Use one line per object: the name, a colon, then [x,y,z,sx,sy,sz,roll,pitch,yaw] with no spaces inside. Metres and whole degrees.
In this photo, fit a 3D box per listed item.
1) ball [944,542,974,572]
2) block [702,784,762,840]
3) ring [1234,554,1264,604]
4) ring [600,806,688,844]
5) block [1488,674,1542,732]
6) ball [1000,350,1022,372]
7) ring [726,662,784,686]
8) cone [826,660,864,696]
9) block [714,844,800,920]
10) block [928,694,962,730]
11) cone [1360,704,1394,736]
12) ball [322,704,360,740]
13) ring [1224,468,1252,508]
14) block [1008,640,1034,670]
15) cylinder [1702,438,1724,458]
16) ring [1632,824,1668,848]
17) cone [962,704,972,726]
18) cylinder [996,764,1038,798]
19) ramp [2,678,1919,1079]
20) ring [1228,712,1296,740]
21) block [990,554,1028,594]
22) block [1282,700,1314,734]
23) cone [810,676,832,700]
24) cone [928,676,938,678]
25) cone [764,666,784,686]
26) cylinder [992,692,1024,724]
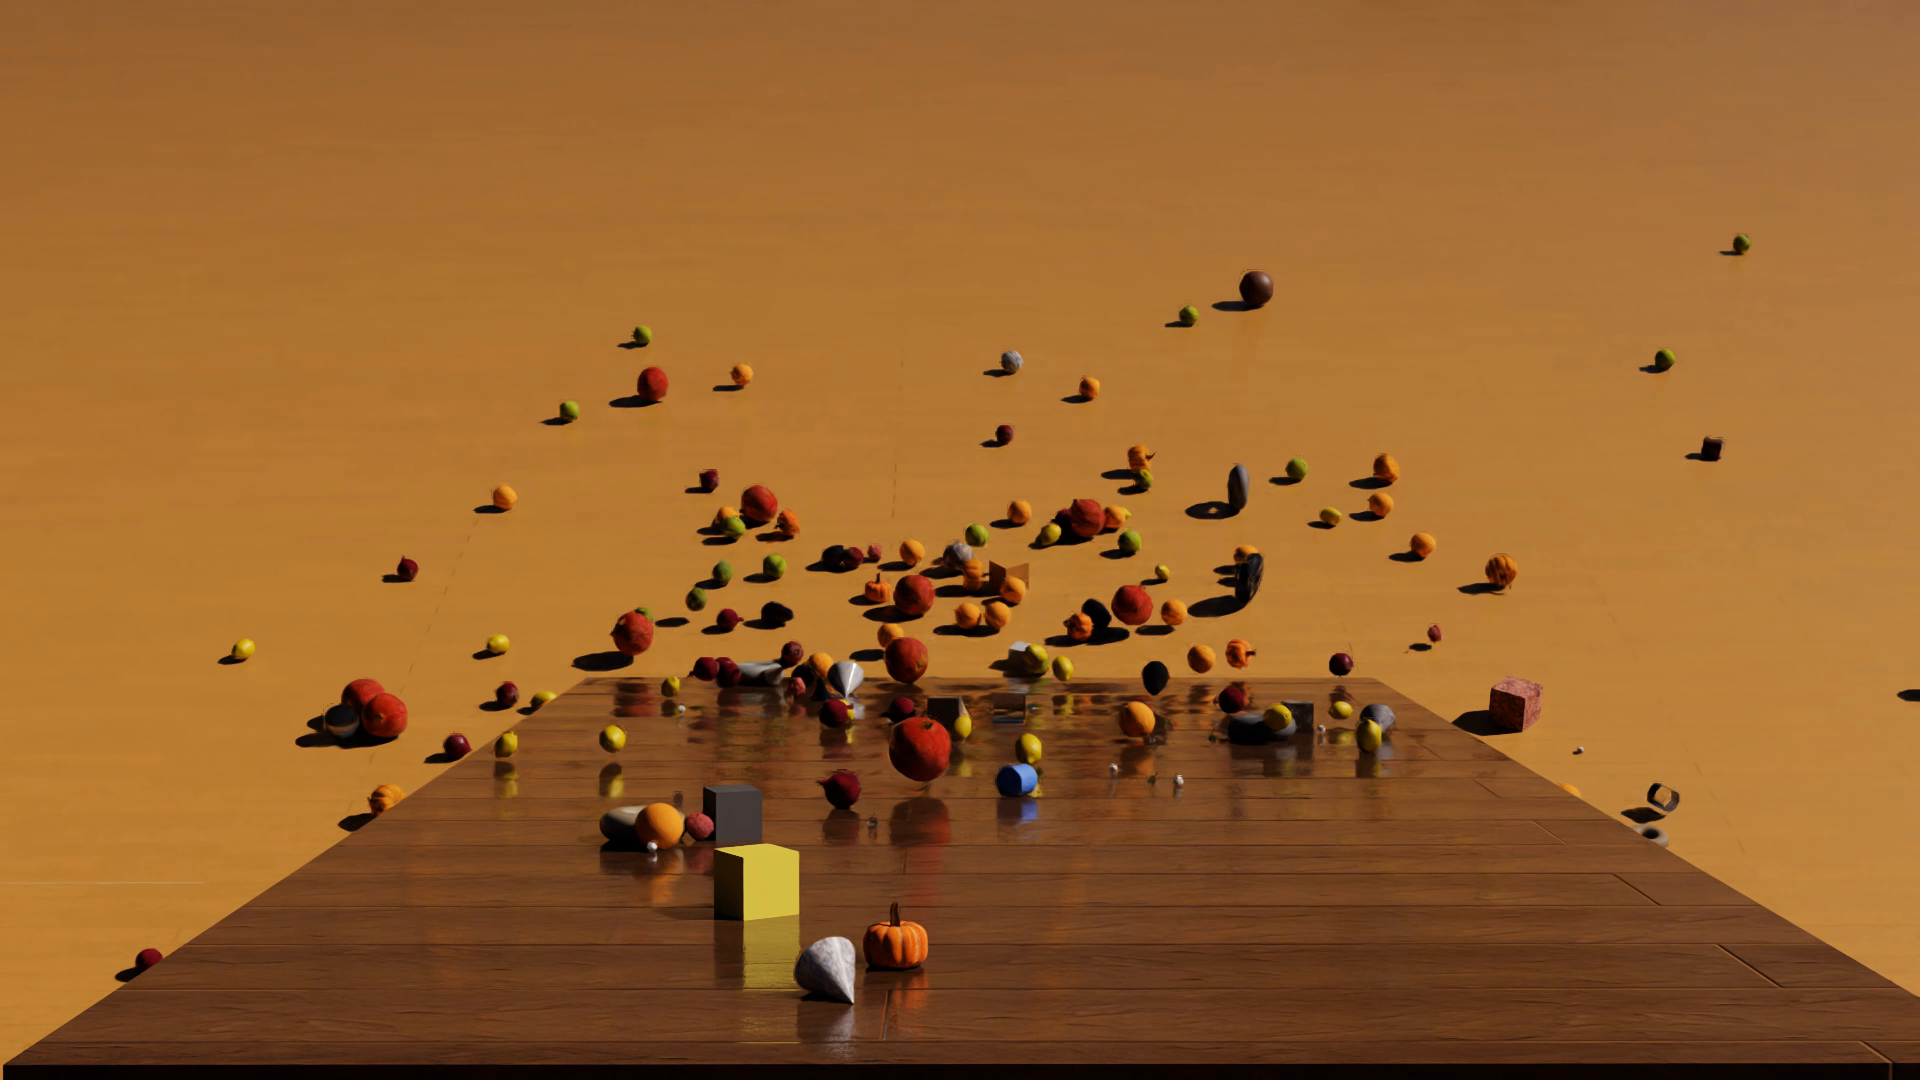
ball: [-0.004,0.049,7.365,0.086,0.086,0.086,0,23,0]
block: [-0.351,0.420,3.974,0.073,0.073,0.073,-1,3,-21]
ring: [0.802,0.106,7.141,0.049,0.147,0.147,18,28,17]
ring: [-0.485,0.436,3.945,0.136,0.045,0.136,1,2,0]
block: [1.403,0.413,6.504,0.096,0.096,0.096,17,28,34]
ball: [0.179,-0.620,8.941,0.076,0.076,0.076,0,23,0]
ring: [-0.509,0.332,6.396,0.147,0.049,0.147,-1,3,0]
cone: [-0.271,0.348,6.108,0.089,0.089,0.089,-1,29,-3]
block: [-0.264,0.443,3.338,0.081,0.081,0.081,-2,3,-33]
block: [-0.031,0.363,5.440,0.065,0.065,0.065,0,2,7]
cone: [0.858,0.385,5.291,0.071,0.071,0.071,3,29,7]
ball: [-1.543,0.453,6.418,0.088,0.088,0.088,0,23,0]
ring: [0.841,-0.158,7.784,0.046,0.139,0.139,28,26,0]
block: [0.162,0.305,6.812,0.052,0.052,0.052,10,25,23]
cylinder: [2.401,-0.293,8.202,0.057,0.057,0.057,12,26,27]
ring: [1.585,0.689,5.939,0.098,0.033,0.098,0,25,0]
cone: [0.001,0.365,5.499,0.056,0.056,0.056,0,2,0]
cylinder: [0.097,0.412,4.414,0.052,0.052,0.052,15,10,31]
ramp: [0.053,0.483,4.539,2.000,0.100,4.000,0,2,0]
ring: [0.615,0.381,5.242,0.141,0.047,0.141,-1,3,0]
block: [0.138,0.096,7.263,0.080,0.080,0.080,-15,28,-32]
block: [0.701,0.368,5.343,0.063,0.063,0.063,0,2,4]
cone: [-0.325,0.345,6.006,0.055,0.055,0.055,0,2,0]
cone: [-0.069,0.393,6.638,0.059,0.059,0.059,-5,50,-11]
cone: [-0.448,0.324,6.316,0.051,0.051,0.051,33,35,-27]
cylinder: [0.104,0.358,5.499,0.066,0.066,0.066,1,23,0]
